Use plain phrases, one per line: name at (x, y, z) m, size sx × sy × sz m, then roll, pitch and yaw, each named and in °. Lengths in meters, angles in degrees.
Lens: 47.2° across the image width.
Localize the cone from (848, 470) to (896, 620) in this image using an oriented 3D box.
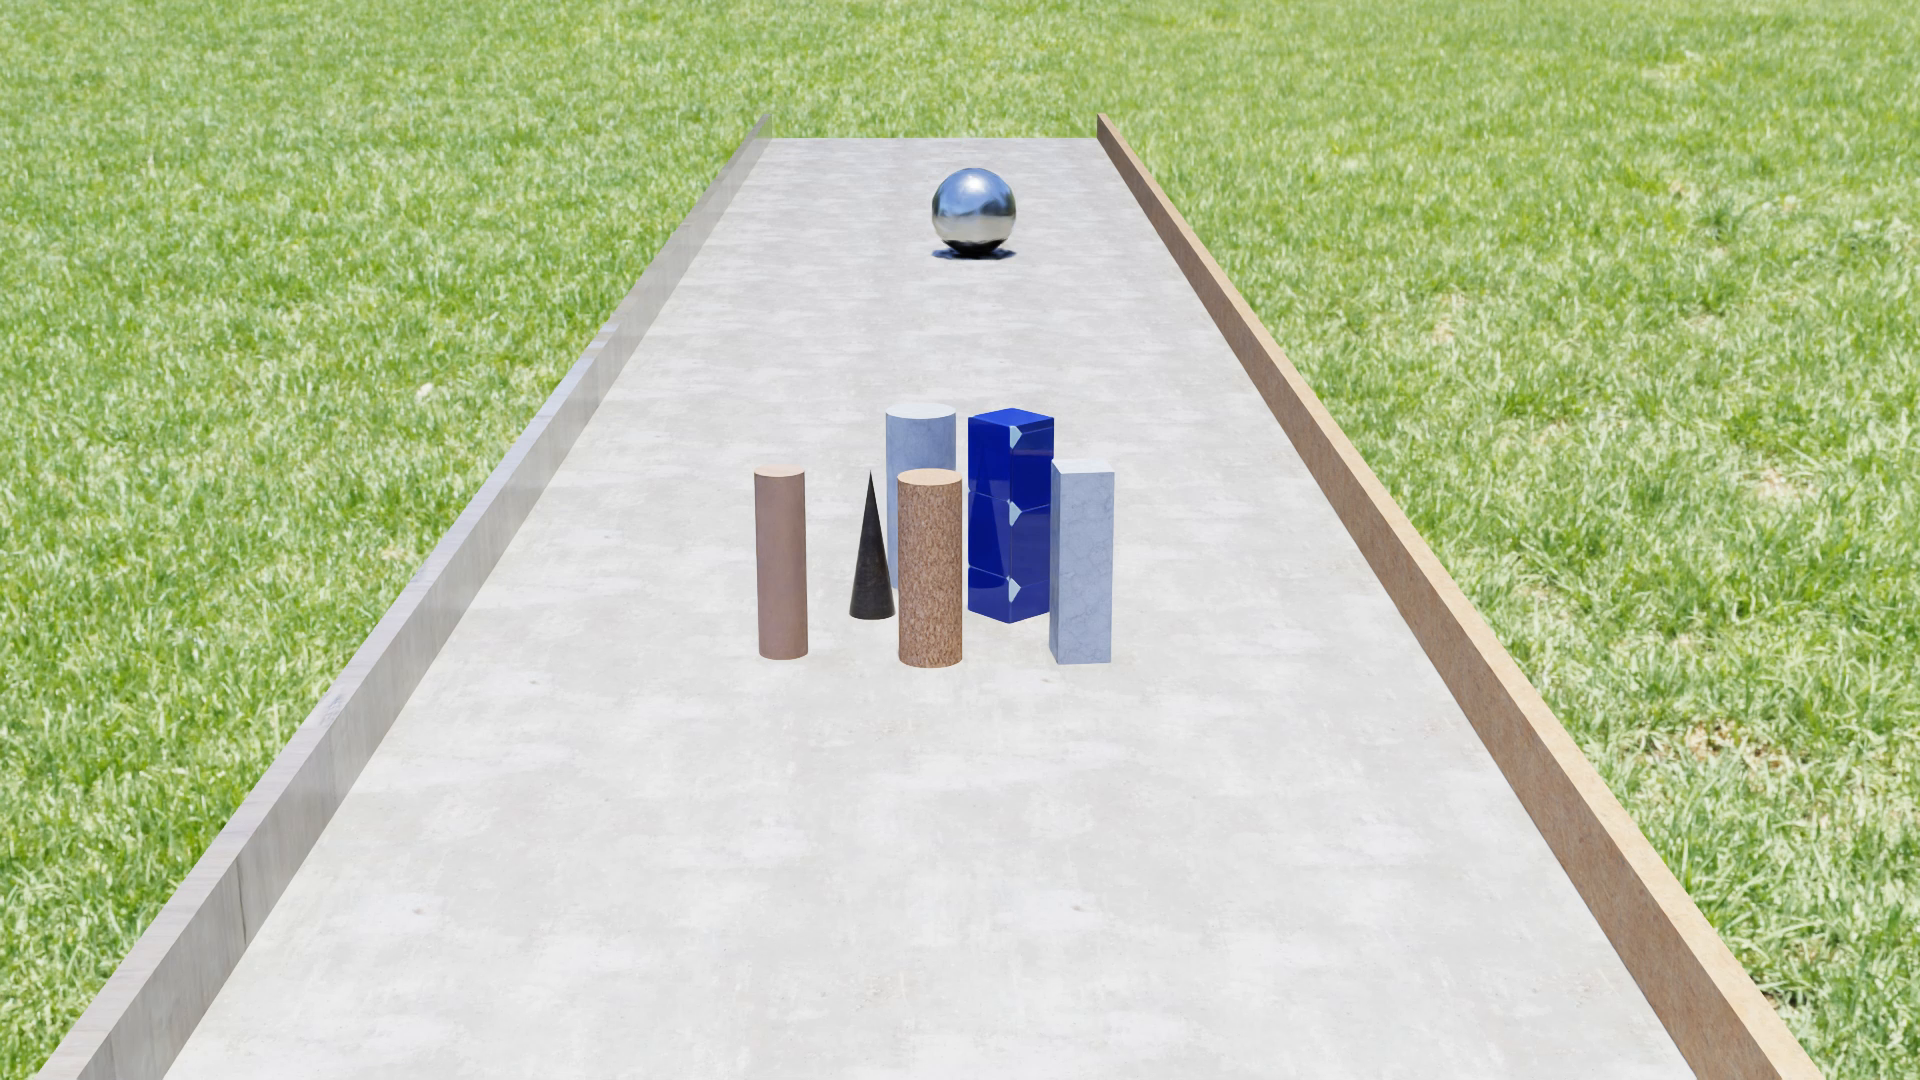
cone at (-0.188, 0.003, 4.659) m, size 0.101 × 0.318 × 0.101 m, roll 0°, pitch 17°, yaw 0°

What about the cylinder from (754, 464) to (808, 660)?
cylinder at (-0.358, 0.044, 4.408) m, size 0.100 × 0.381 × 0.100 m, roll 0°, pitch 17°, yaw 0°

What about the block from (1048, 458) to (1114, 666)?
block at (0.242, 0.043, 4.387) m, size 0.107 × 0.396 × 0.107 m, roll -2°, pitch 17°, yaw -7°

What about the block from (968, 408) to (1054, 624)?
block at (0.107, -0.052, 4.655) m, size 0.128 × 0.426 × 0.128 m, roll -15°, pitch 22°, yaw -40°

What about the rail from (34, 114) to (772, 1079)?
rail at (-1.118, -0.838, 7.780) m, size 0.050 × 0.150 × 12.000 m, roll 0°, pitch 17°, yaw -1°

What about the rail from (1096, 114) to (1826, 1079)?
rail at (0.932, -0.844, 7.801) m, size 0.050 × 0.150 × 12.000 m, roll 0°, pitch 17°, yaw -1°

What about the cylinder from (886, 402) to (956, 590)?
cylinder at (-0.086, -0.094, 4.855) m, size 0.154 × 0.393 × 0.154 m, roll 0°, pitch 17°, yaw 0°

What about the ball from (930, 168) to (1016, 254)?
ball at (0.059, -1.379, 9.231) m, size 0.361 × 0.361 × 0.361 m, roll 0°, pitch 17°, yaw 0°

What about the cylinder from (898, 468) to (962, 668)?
cylinder at (-0.059, 0.056, 4.376) m, size 0.128 × 0.377 × 0.128 m, roll 0°, pitch 17°, yaw 0°
